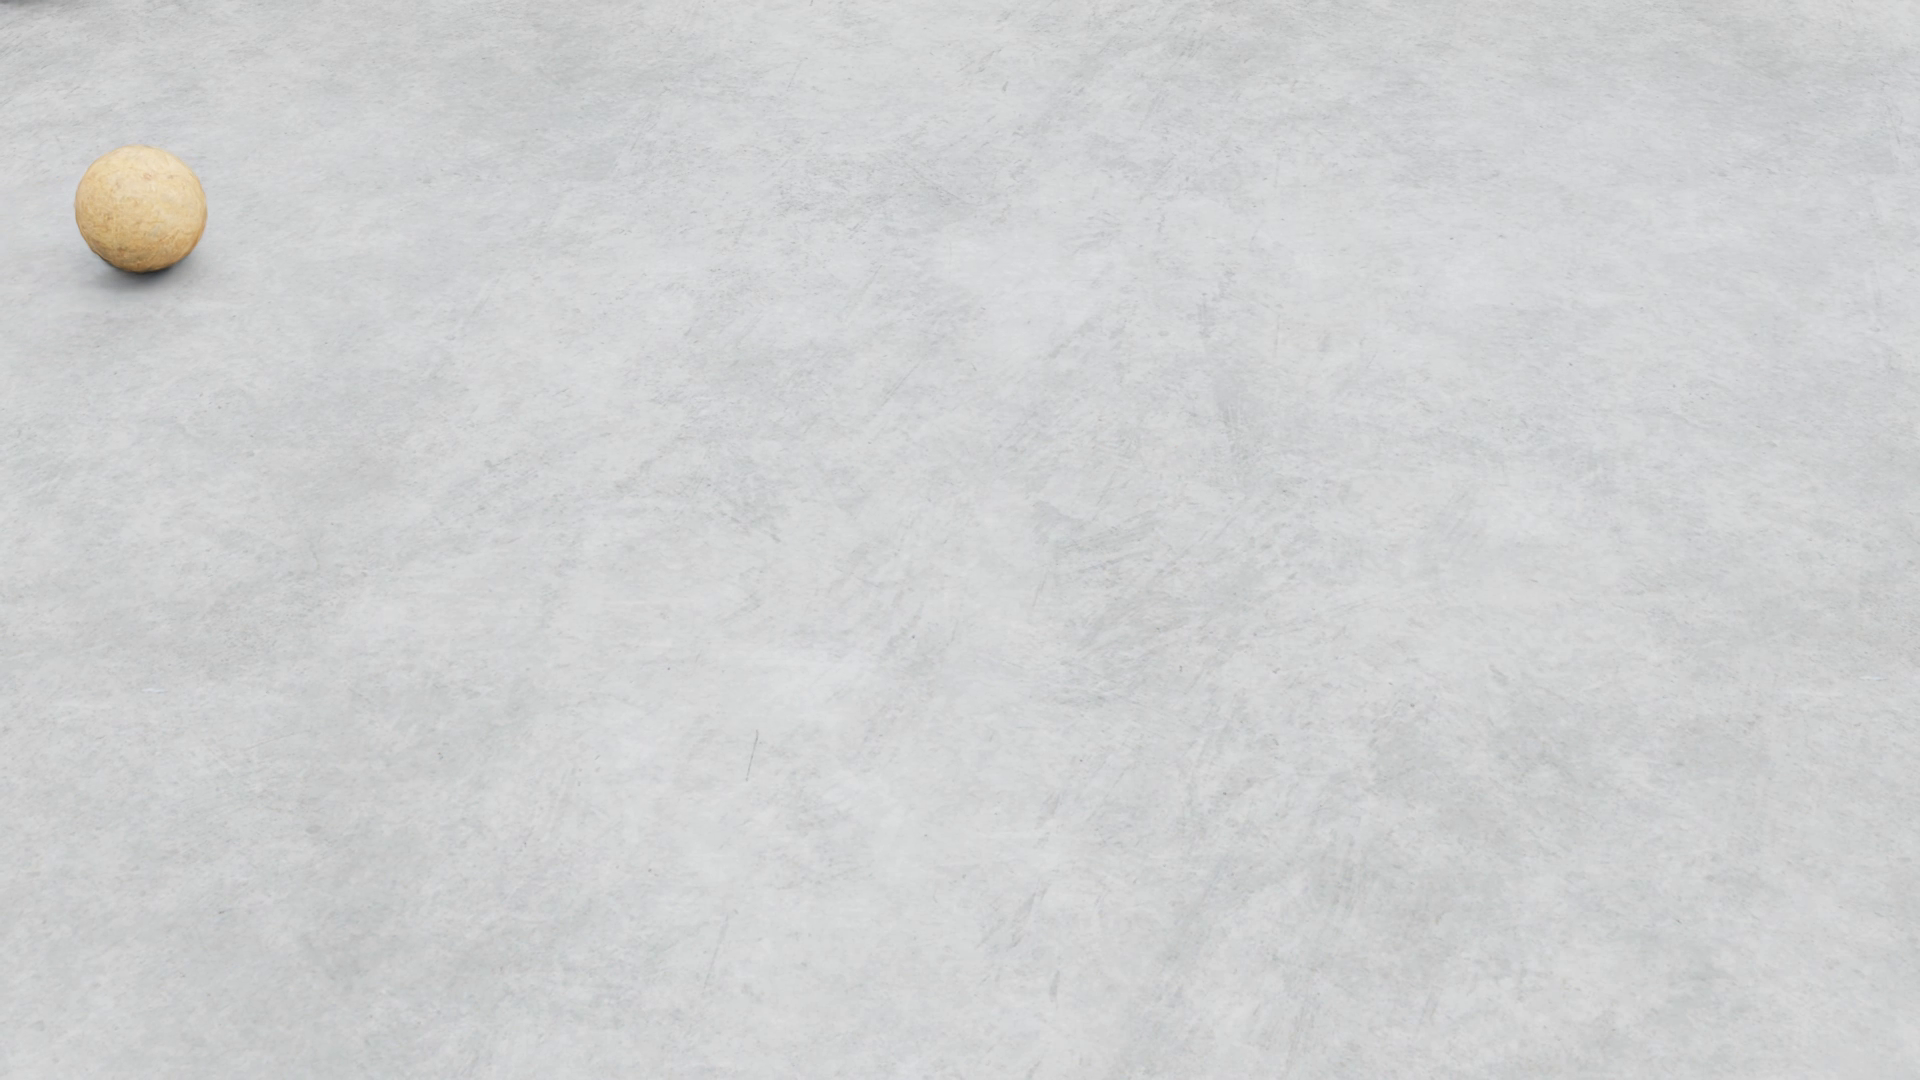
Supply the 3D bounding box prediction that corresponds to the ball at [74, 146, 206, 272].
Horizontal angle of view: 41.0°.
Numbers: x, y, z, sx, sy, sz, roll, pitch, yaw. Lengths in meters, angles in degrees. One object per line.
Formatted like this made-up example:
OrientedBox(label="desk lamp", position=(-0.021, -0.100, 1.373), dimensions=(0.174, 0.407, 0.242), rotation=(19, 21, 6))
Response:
OrientedBox(label="ball", position=(-0.590, -0.239, 1.849), dimensions=(0.091, 0.091, 0.091), rotation=(0, 37, 0))
